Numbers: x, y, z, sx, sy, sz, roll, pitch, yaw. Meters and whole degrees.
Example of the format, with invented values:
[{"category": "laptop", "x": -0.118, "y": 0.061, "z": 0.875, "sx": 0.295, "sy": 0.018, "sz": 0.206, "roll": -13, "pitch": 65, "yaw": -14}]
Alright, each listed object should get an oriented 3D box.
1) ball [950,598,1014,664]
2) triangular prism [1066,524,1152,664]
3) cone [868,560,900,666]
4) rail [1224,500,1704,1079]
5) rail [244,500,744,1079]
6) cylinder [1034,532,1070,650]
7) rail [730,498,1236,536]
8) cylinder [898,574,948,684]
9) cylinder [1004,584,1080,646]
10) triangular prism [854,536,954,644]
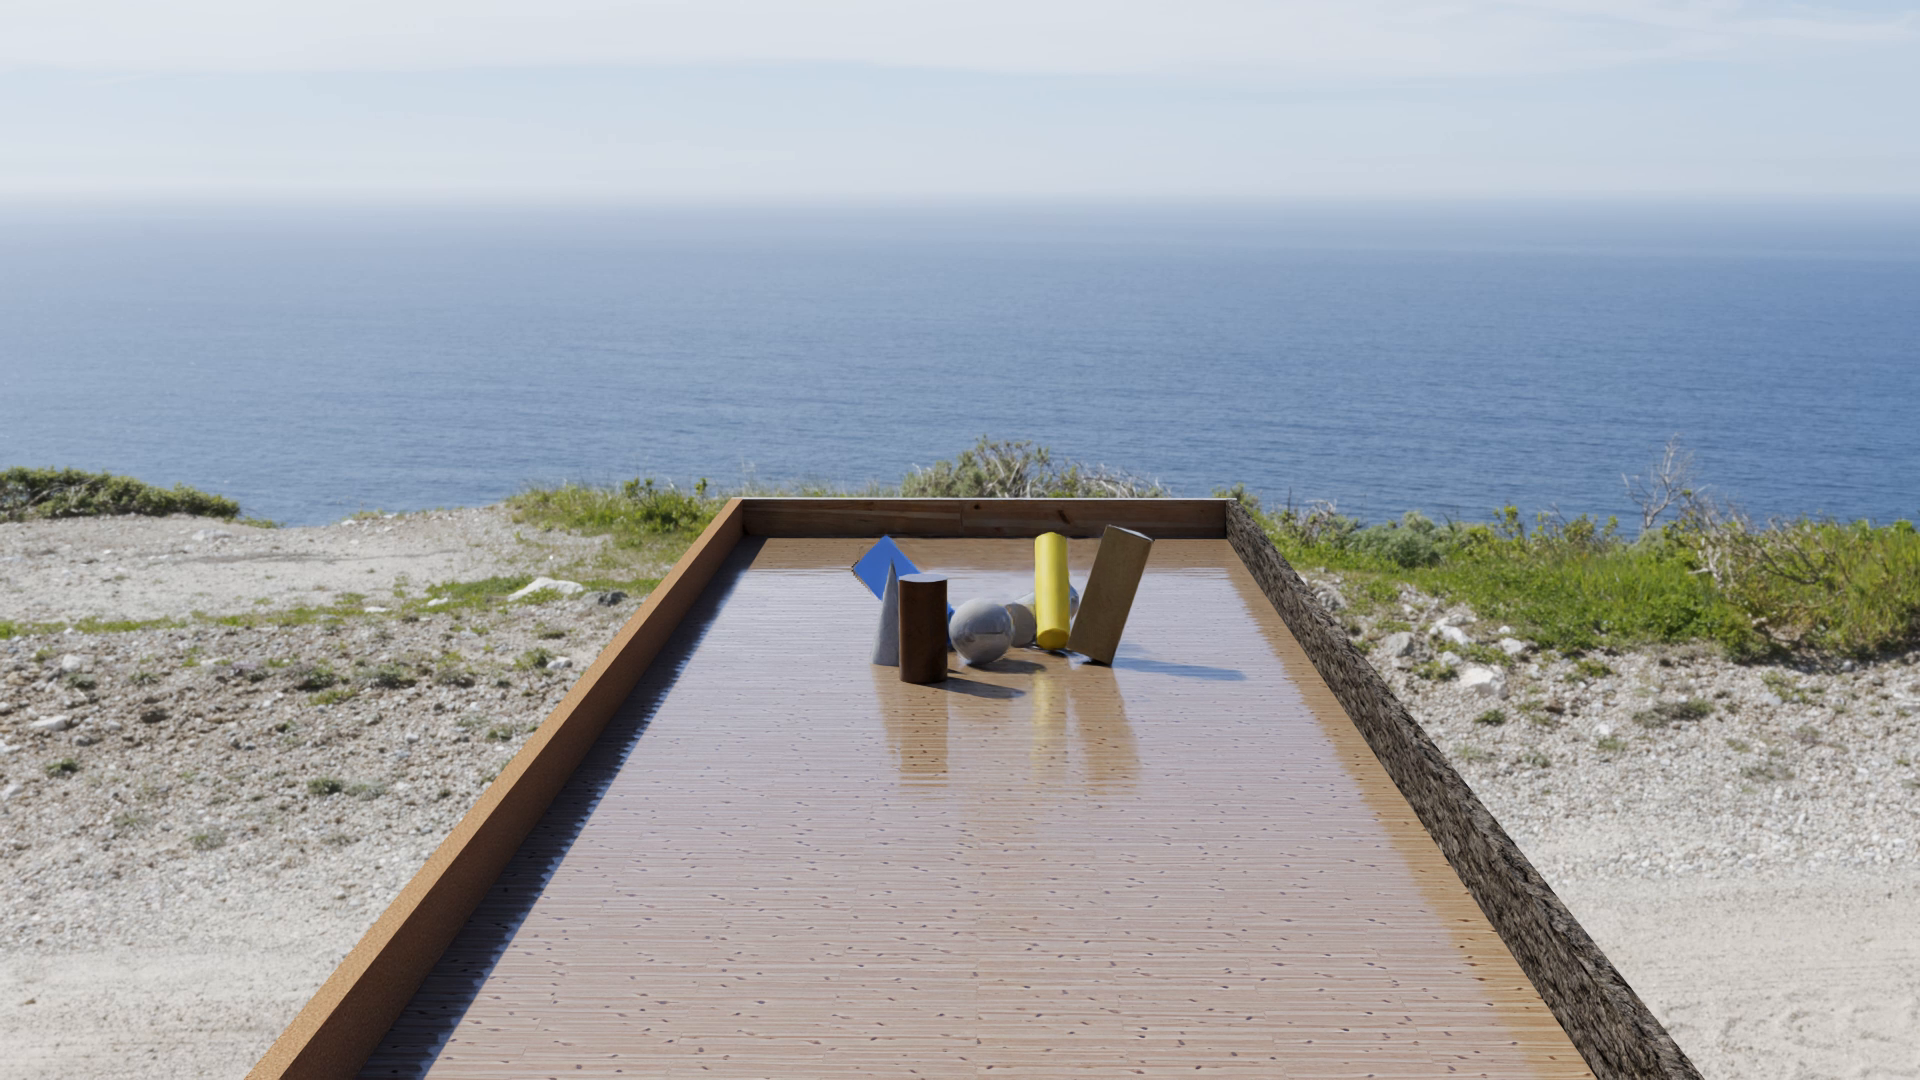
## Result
[{"category": "ball", "x": 0.066, "y": 0.273, "z": 6.654, "sx": 0.198, "sy": 0.198, "sz": 0.198, "roll": 0, "pitch": 9, "yaw": 0}, {"category": "triangular prism", "x": 0.468, "y": 0.165, "z": 6.694, "sx": 0.150, "sy": 0.396, "sz": 0.130, "roll": 20, "pitch": 5, "yaw": 17}, {"category": "cone", "x": -0.205, "y": 0.209, "z": 6.665, "sx": 0.145, "sy": 0.321, "sz": 0.145, "roll": 0, "pitch": 9, "yaw": 0}, {"category": "rail", "x": 1.046, "y": 0.843, "z": 3.208, "sx": 0.050, "sy": 0.150, "sz": 12.000, "roll": 0, "pitch": 9, "yaw": 1}, {"category": "rail", "x": -1.004, "y": 0.839, "z": 3.234, "sx": 0.050, "sy": 0.150, "sz": 12.000, "roll": 0, "pitch": 9, "yaw": 1}, {"category": "cylinder", "x": 0.291, "y": 0.160, "z": 6.938, "sx": 0.105, "sy": 0.105, "sz": 0.398, "roll": 0, "pitch": 48, "yaw": 1}, {"category": "rail", "x": 0.099, "y": -0.098, "z": 9.147, "sx": 2.100, "sy": 0.150, "sz": 0.050, "roll": 0, "pitch": 9, "yaw": 1}, {"category": "cylinder", "x": -0.107, "y": 0.258, "z": 6.421, "sx": 0.143, "sy": 0.300, "sz": 0.143, "roll": 0, "pitch": 9, "yaw": 0}, {"category": "cylinder", "x": 0.253, "y": 0.234, "z": 7.097, "sx": 0.138, "sy": 0.138, "sz": 0.432, "roll": 4, "pitch": 10, "yaw": 21}, {"category": "triangular prism", "x": -0.153, "y": 0.155, "z": 6.996, "sx": 0.155, "sy": 0.134, "sz": 0.409, "roll": -3, "pitch": 37, "yaw": -39}]
